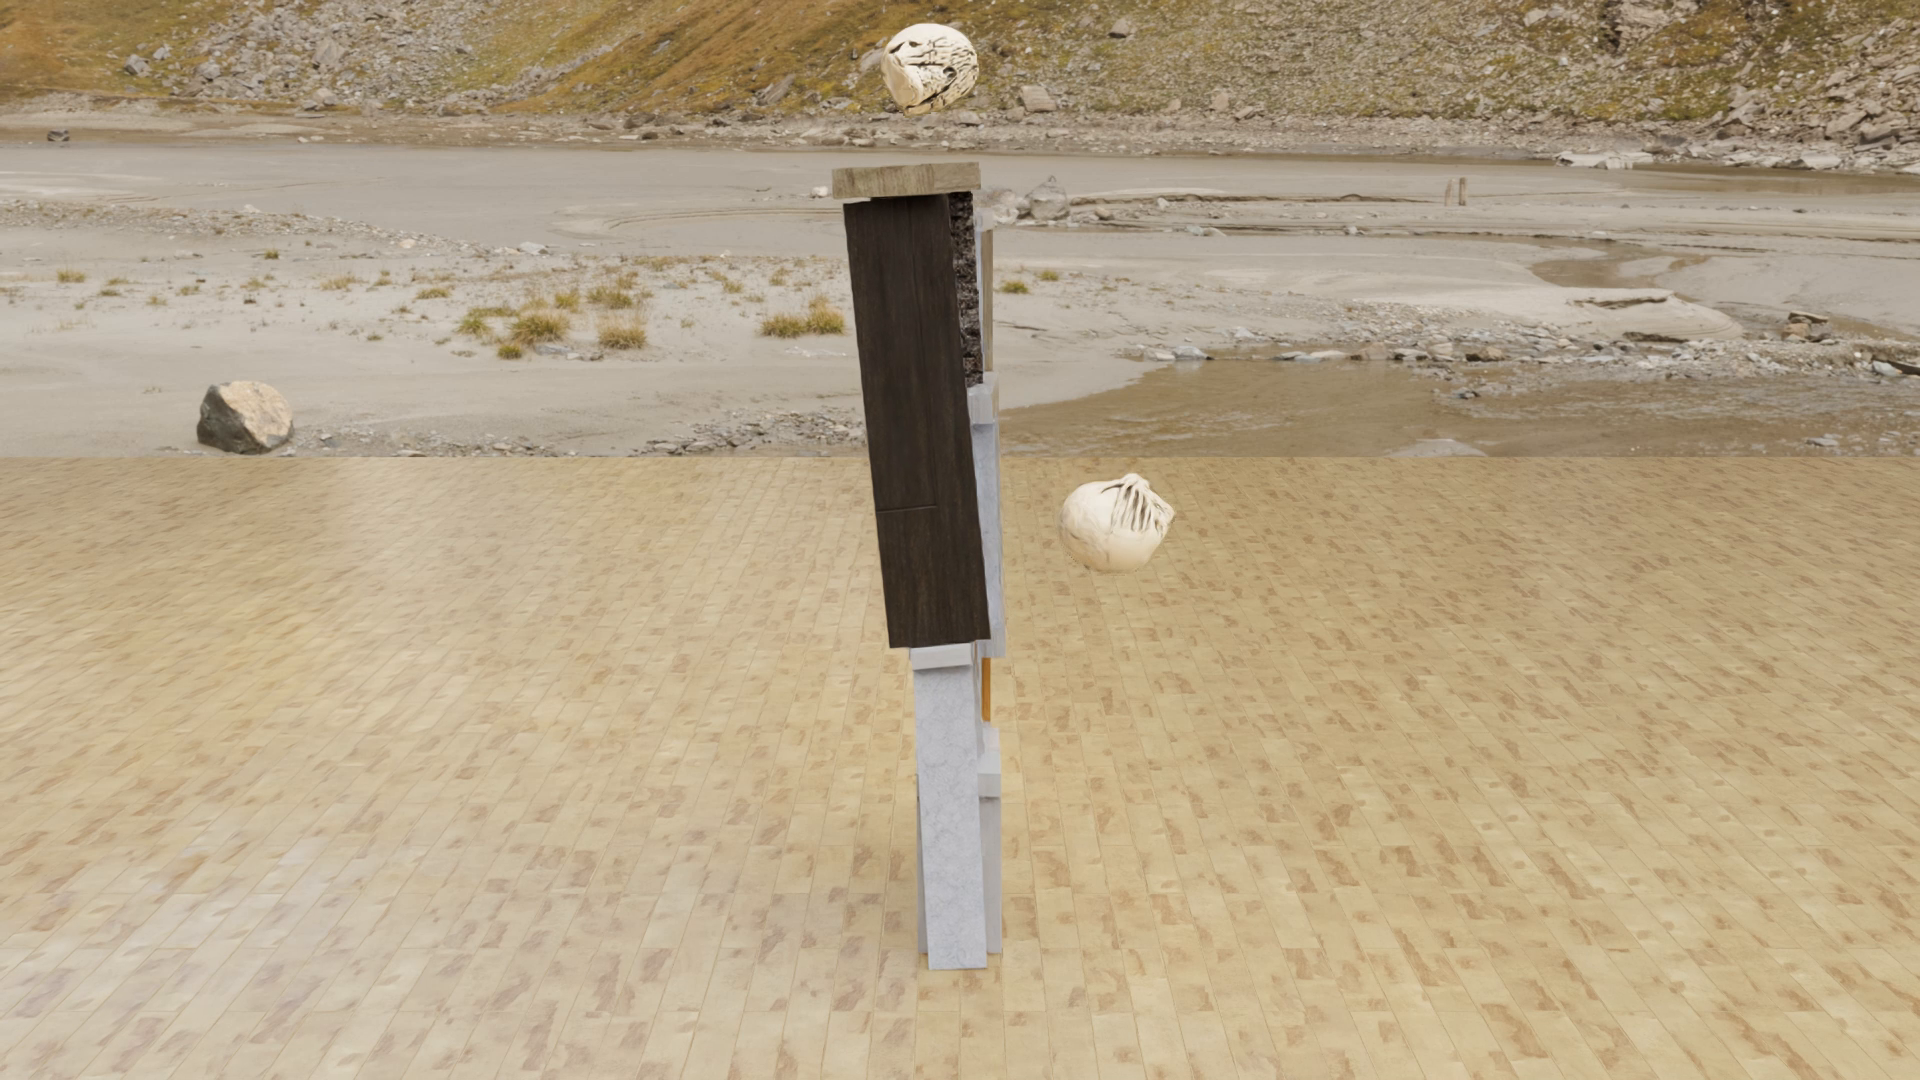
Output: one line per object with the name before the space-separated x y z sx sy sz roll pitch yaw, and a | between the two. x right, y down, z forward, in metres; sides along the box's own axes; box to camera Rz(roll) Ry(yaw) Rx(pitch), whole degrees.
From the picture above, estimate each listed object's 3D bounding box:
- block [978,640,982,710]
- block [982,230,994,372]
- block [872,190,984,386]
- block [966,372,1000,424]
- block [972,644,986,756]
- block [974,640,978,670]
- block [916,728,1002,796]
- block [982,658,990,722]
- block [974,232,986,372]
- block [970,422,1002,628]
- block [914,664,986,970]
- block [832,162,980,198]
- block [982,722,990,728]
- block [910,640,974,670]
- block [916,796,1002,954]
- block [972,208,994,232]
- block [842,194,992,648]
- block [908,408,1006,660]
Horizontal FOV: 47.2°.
block | -0.005 0.243 3.604 0.080 0.207 0.023 0 7 0
block | -0.002 -0.236 3.841 0.117 0.607 0.033 0 10 0
block | -0.050 -0.390 3.443 0.151 0.302 0.043 -7 8 -22
block | -0.025 -0.227 3.522 0.163 0.046 0.327 -2 10 3
block | -0.014 0.247 3.392 0.088 0.176 0.025 -6 10 2
block | -0.010 0.239 3.491 0.080 0.159 0.023 -2 8 0
block | -0.002 0.347 3.455 0.130 0.037 0.259 0 11 0
block | 0.003 0.212 3.793 0.100 0.200 0.028 0 10 0
block | -0.020 -0.396 3.675 0.117 0.233 0.033 -1 5 3
block | -0.022 -0.023 3.446 0.163 0.327 0.046 -2 9 2
block | -0.014 0.416 3.304 0.088 0.472 0.025 -3 10 1
block | -0.076 -0.542 3.308 0.151 0.043 0.302 -1 10 13
block | -0.002 0.346 3.703 0.109 0.031 0.218 0 11 0
block | -0.026 0.159 3.316 0.088 0.025 0.176 -6 10 2
block | -0.001 0.508 3.397 0.130 0.259 0.037 0 11 0
block | -0.010 -0.539 3.711 0.117 0.033 0.233 0 10 6
block | -0.061 -0.173 3.244 0.151 0.656 0.043 -6 6 3
block | -0.011 -0.014 3.665 0.163 0.422 0.046 -2 9 3
